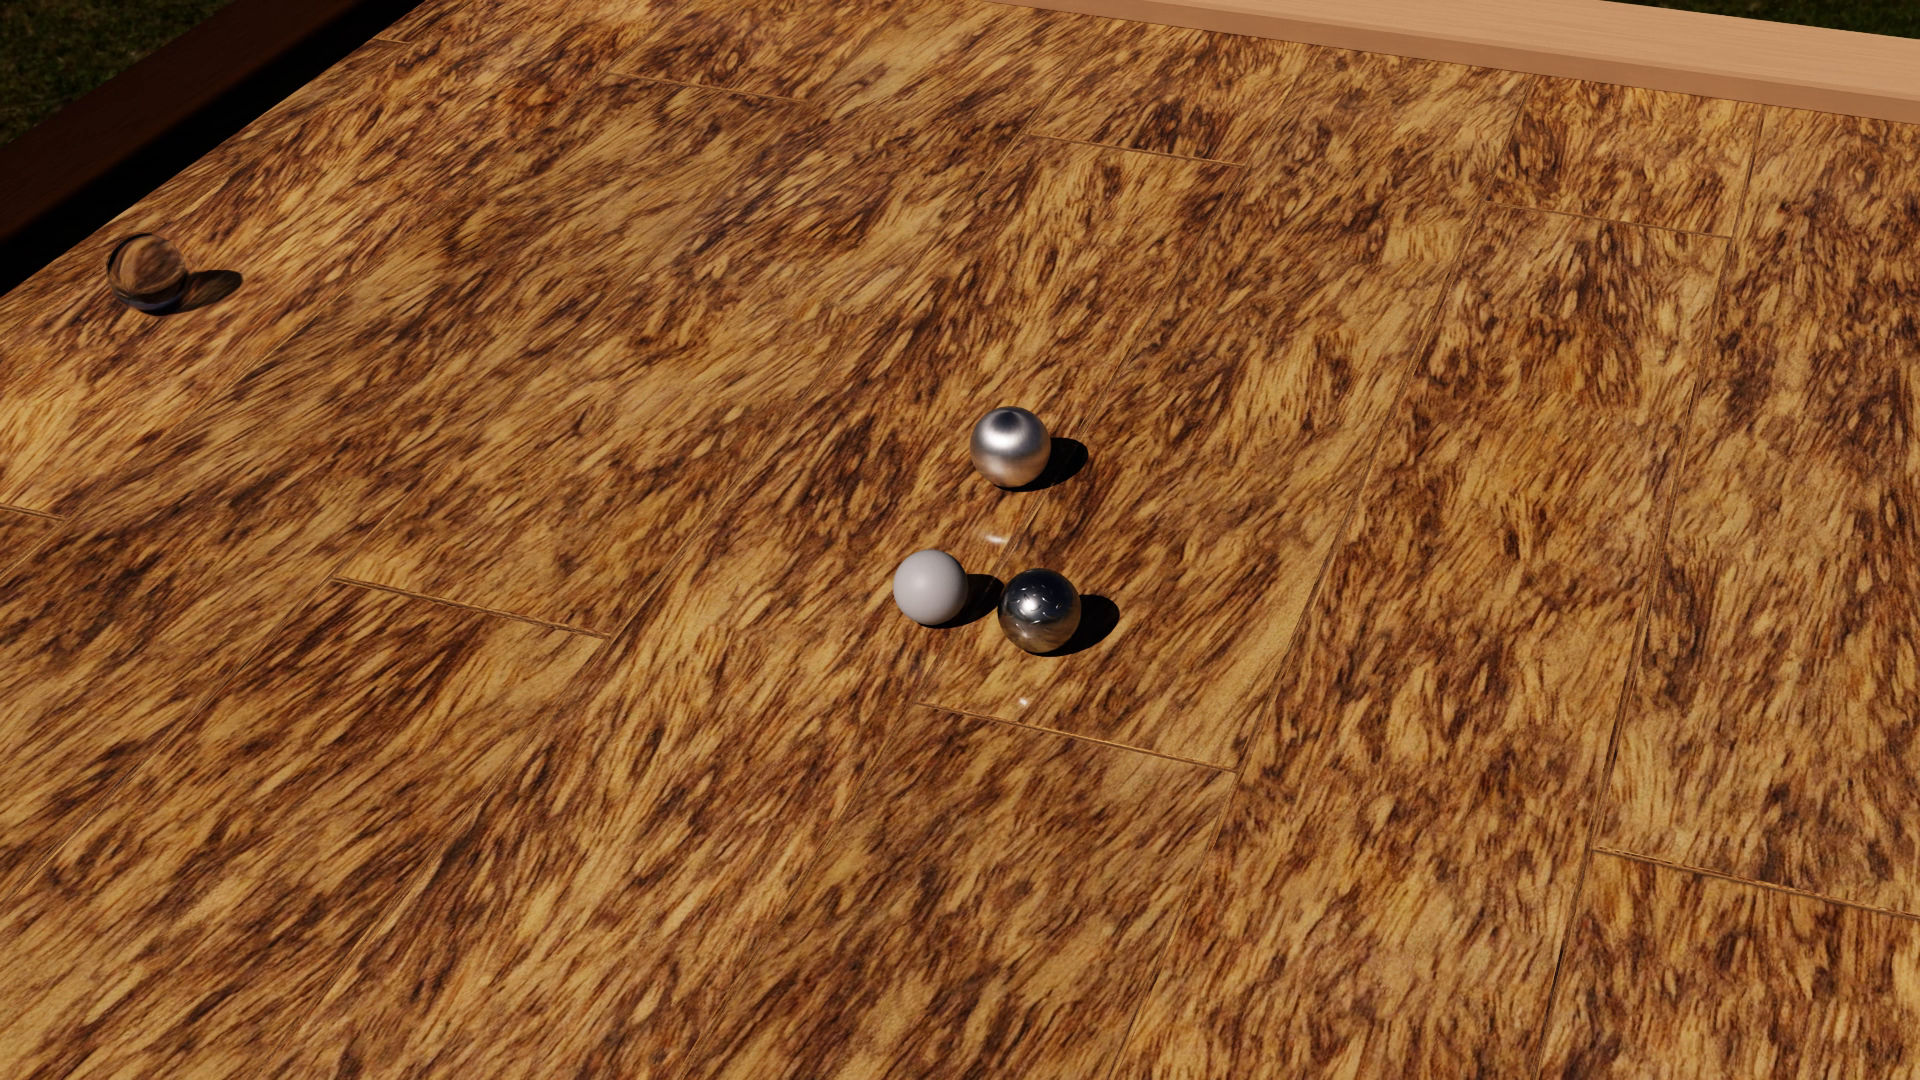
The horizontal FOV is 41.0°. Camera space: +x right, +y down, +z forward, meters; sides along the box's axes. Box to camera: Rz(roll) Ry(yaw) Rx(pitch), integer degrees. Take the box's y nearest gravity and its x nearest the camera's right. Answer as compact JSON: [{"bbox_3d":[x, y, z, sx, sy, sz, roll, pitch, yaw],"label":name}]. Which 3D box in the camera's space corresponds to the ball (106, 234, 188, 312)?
[{"bbox_3d":[-0.768,-0.253,2.424,0.073,0.073,0.073,0,33,0],"label":"ball"}]

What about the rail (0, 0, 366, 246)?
[{"bbox_3d":[-1.006,-0.211,2.339,0.045,0.094,2.354,11,35,16],"label":"rail"}]

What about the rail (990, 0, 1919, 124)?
[{"bbox_3d":[1.416,-0.408,2.640,4.369,0.094,0.045,11,35,16],"label":"rail"}]

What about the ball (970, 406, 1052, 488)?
[{"bbox_3d":[0.042,-0.078,2.161,0.069,0.069,0.069,0,33,0],"label":"ball"}]

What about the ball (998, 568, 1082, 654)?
[{"bbox_3d":[0.061,0.054,1.962,0.065,0.065,0.065,0,33,0],"label":"ball"}]

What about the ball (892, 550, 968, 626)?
[{"bbox_3d":[-0.023,0.037,1.994,0.059,0.059,0.059,0,33,0],"label":"ball"}]
